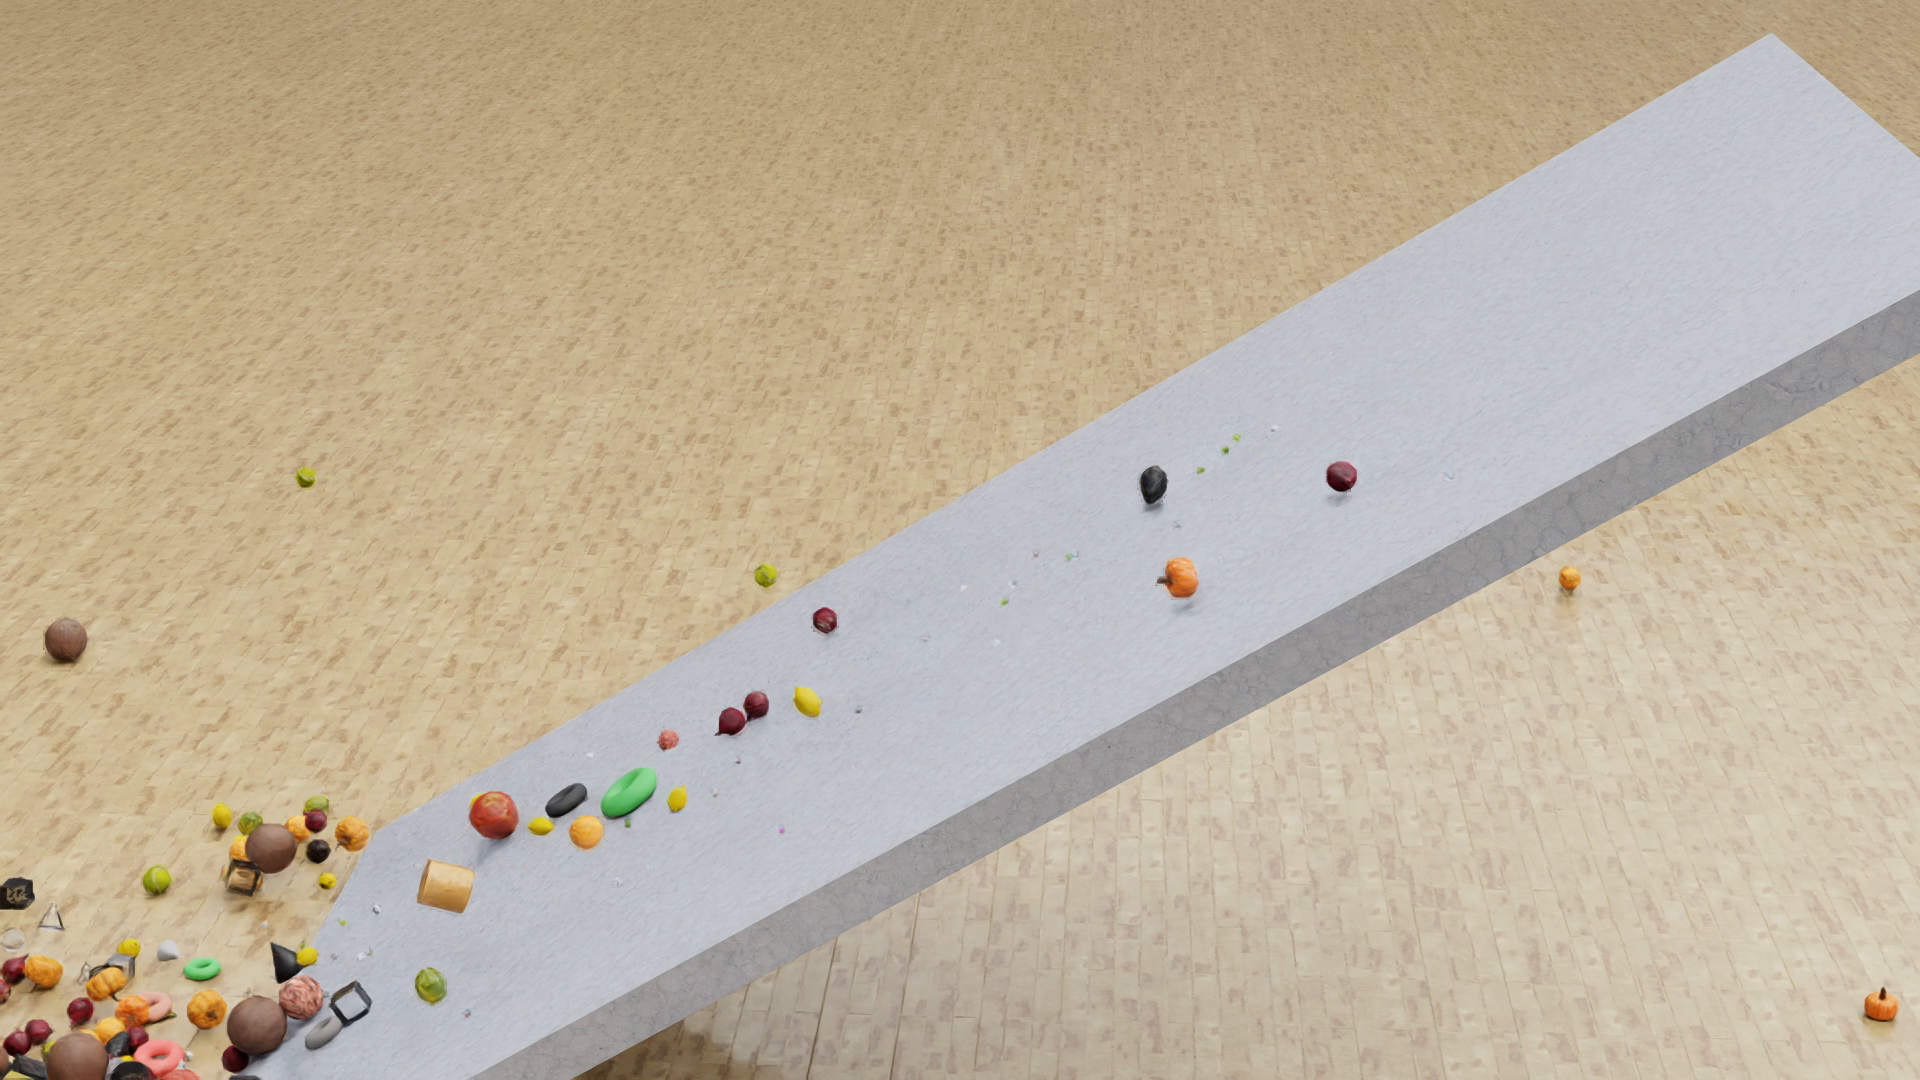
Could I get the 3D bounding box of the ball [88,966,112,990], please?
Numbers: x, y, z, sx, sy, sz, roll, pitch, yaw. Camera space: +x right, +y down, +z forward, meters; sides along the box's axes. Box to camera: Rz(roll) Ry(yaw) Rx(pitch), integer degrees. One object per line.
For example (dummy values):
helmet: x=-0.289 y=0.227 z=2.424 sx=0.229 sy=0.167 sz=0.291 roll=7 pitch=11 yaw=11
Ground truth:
ball: x=-2.053 y=1.045 z=7.024 sx=0.056 sy=0.056 sz=0.056 roll=0 pitch=20 yaw=0

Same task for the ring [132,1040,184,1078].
ring: x=-1.817 y=1.175 z=6.668 sx=0.114 sy=0.038 sz=0.114 roll=3 pitch=28 yaw=-2

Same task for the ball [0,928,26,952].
ball: x=-2.320 y=0.980 z=7.207 sx=0.058 sy=0.058 sz=0.058 roll=0 pitch=20 yaw=0

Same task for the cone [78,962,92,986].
cone: x=-2.096 y=1.034 z=7.063 sx=0.052 sy=0.052 sz=0.052 roll=0 pitch=20 yaw=0

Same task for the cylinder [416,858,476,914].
cylinder: x=-1.076 y=0.725 z=6.154 sx=0.095 sy=0.095 sz=0.095 roll=22 pitch=10 yaw=-24

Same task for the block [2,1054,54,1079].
block: x=-2.064 y=1.200 z=6.509 sx=0.079 sy=0.079 sz=0.079 roll=28 pitch=5 yaw=-29

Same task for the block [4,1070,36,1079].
block: x=-2.050 y=1.233 z=6.398 sx=0.096 sy=0.096 sz=0.096 roll=19 pitch=23 yaw=5

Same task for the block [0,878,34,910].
block: x=-2.386 y=0.896 z=7.443 sx=0.059 sy=0.059 sz=0.059 roll=3 pitch=20 yaw=9

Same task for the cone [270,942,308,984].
cone: x=-1.600 y=0.981 z=6.937 sx=0.092 sy=0.092 sz=0.092 roll=-31 pitch=15 yaw=9

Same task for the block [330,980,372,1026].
block: x=-1.314 y=0.999 z=6.345 sx=0.061 sy=0.061 sz=0.061 roll=-32 pitch=15 yaw=6

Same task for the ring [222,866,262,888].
ring: x=-1.833 y=0.860 z=7.511 sx=0.108 sy=0.036 sz=0.108 roll=19 pitch=3 yaw=-1

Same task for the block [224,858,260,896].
block: x=-1.808 y=0.850 z=7.407 sx=0.065 sy=0.065 sz=0.065 roll=16 pitch=12 yaw=-26

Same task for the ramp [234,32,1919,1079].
ramp: x=0.141 y=0.169 z=6.290 sx=4.000 sy=0.100 sz=2.000 roll=-30 pitch=15 yaw=13

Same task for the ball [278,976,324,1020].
ball: x=-1.463 y=1.016 z=6.529 sx=0.098 sy=0.098 sz=0.098 roll=0 pitch=20 yaw=0

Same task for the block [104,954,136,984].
block: x=-2.020 y=1.032 z=7.070 sx=0.052 sy=0.052 sz=0.052 roll=4 pitch=20 yaw=11

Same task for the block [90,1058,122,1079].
block: x=-1.899 y=1.204 z=6.559 sx=0.067 sy=0.067 sz=0.067 roll=-7 pitch=21 yaw=-18

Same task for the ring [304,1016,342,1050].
ring: x=-1.370 y=1.060 z=6.326 sx=0.093 sy=0.031 sz=0.093 roll=-32 pitch=14 yaw=9

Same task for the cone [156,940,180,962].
cone: x=-1.898 y=1.000 z=7.100 sx=0.056 sy=0.056 sz=0.056 roll=16 pitch=25 yaw=35

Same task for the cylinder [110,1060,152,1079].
cylinder: x=-1.827 y=1.211 z=6.494 sx=0.091 sy=0.091 sz=0.091 roll=-7 pitch=16 yaw=-19

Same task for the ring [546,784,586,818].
ring: x=-0.914 y=0.605 z=6.824 sx=0.108 sy=0.036 sz=0.108 roll=-31 pitch=13 yaw=8

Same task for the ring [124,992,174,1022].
ring: x=-1.905 y=1.096 z=6.909 sx=0.112 sy=0.037 sz=0.112 roll=0 pitch=21 yaw=0

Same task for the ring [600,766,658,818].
ring: x=-0.739 y=0.563 z=6.564 sx=0.149 sy=0.050 sz=0.149 roll=-34 pitch=16 yaw=11

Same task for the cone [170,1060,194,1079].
cone: x=-1.748 y=1.186 z=6.604 sx=0.054 sy=0.054 sz=0.054 roll=-3 pitch=43 yaw=-9

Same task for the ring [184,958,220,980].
ring: x=-1.829 y=1.035 z=7.097 sx=0.087 sy=0.029 sz=0.087 roll=-1 pitch=20 yaw=0

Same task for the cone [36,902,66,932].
cone: x=-2.230 y=0.922 z=7.225 sx=0.072 sy=0.072 sz=0.072 roll=3 pitch=-16 yaw=1
